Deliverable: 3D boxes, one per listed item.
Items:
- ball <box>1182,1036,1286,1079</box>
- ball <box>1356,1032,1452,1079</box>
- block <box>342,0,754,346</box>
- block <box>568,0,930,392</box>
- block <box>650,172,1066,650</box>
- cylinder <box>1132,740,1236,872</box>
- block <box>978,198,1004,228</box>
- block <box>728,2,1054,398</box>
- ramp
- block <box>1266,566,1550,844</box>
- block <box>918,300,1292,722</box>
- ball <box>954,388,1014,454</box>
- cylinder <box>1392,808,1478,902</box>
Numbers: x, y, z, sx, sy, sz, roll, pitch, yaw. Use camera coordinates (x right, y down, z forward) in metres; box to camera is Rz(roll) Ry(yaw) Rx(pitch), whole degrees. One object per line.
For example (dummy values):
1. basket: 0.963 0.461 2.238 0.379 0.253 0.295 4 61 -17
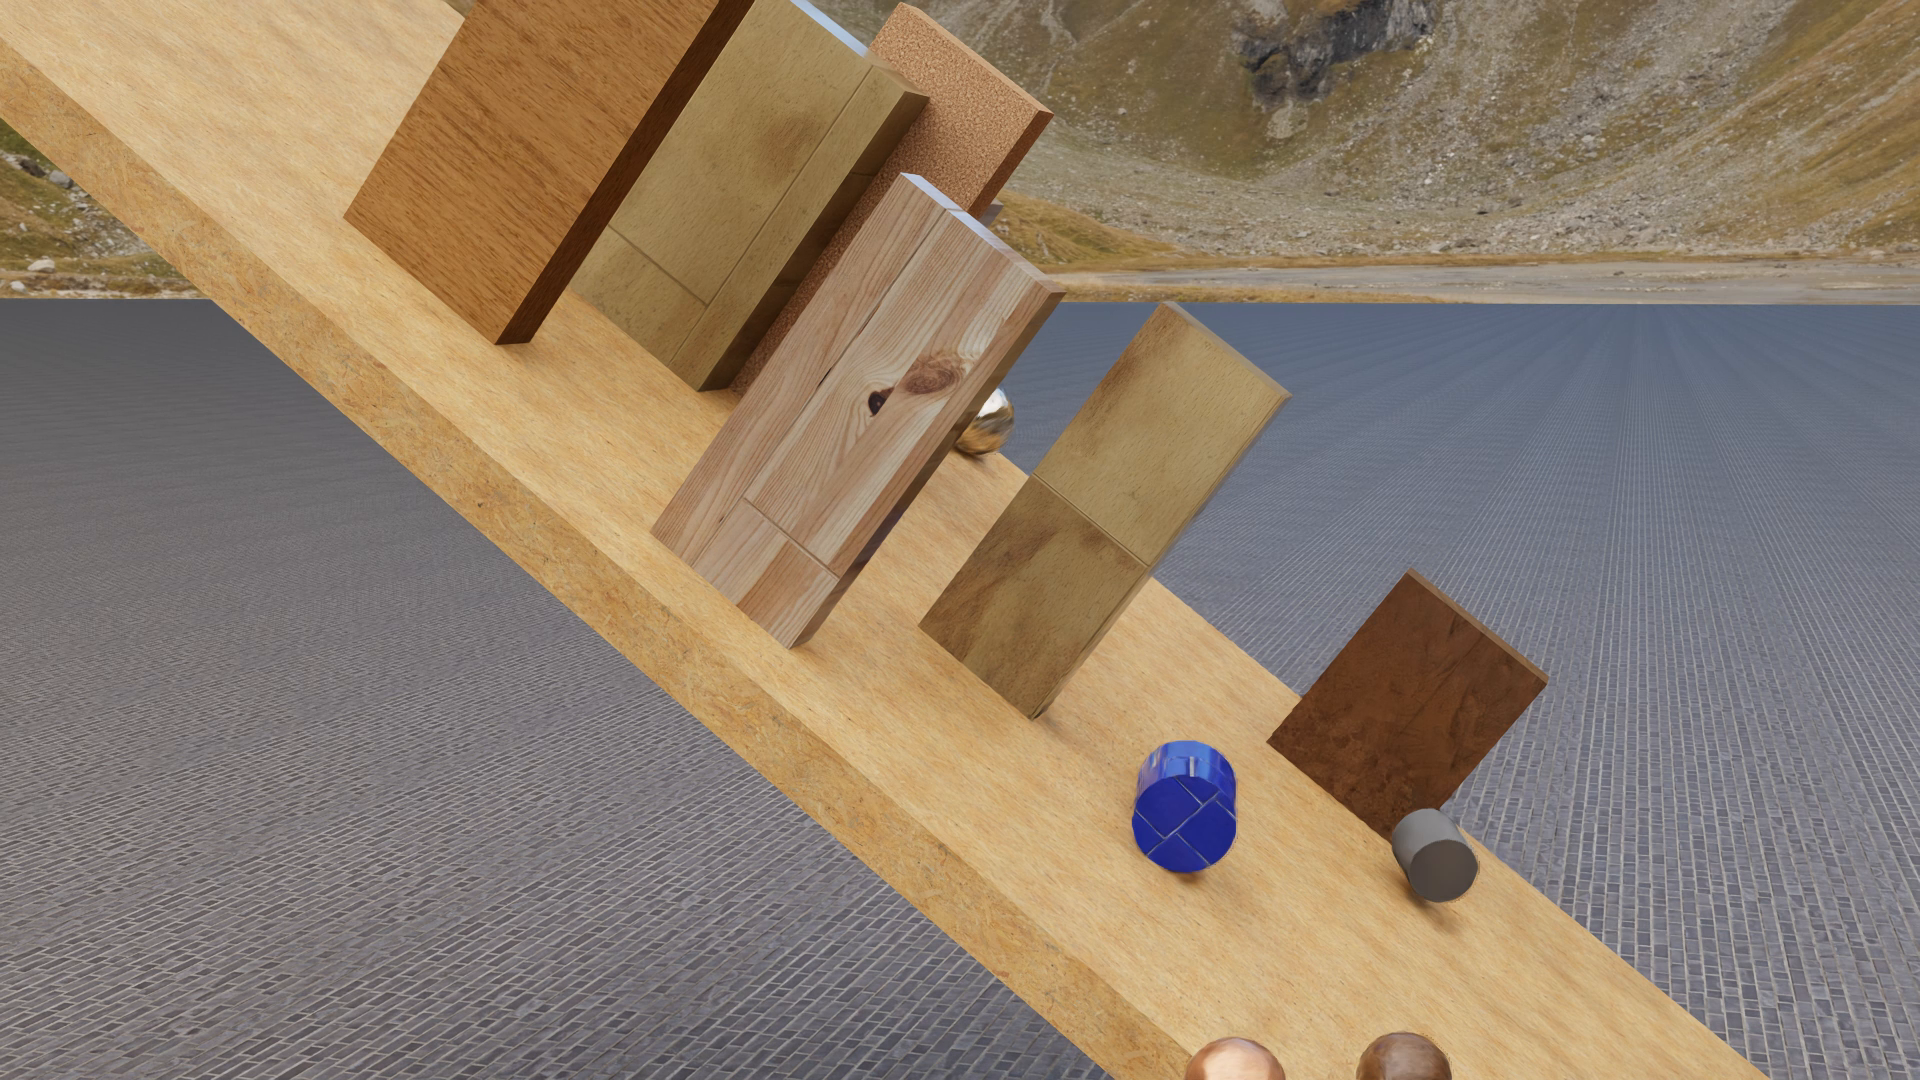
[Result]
1. ball: 0.359 0.719 2.870 0.138 0.138 0.138 0 7 0
2. ball: 0.641 0.780 3.174 0.137 0.137 0.137 0 7 0
3. block: -0.650 -0.721 3.546 0.343 0.756 0.119 39 16 9
4. block: -0.399 -0.644 4.023 0.346 0.667 0.143 39 16 9
5. block: -0.157 -0.185 3.243 0.280 0.664 0.091 39 16 9
6. cylinder: 0.362 0.426 3.535 0.163 0.163 0.163 1 15 7
7. block: -0.195 -0.696 5.000 0.388 0.453 0.119 39 16 9
8. block: -0.189 -0.581 4.107 0.328 0.768 0.109 39 16 9
9. ramp: -0.047 0.105 4.062 4.000 0.100 2.000 39 16 9
10. block: 0.890 0.338 4.386 0.344 0.447 0.088 39 16 9
11. block: 0.235 -0.045 3.640 0.252 0.685 0.093 39 16 9
12. ball: 0.041 -0.267 4.827 0.159 0.159 0.159 0 7 0
13. cylinder: 0.895 0.595 4.157 0.130 0.130 0.130 0 19 -4
